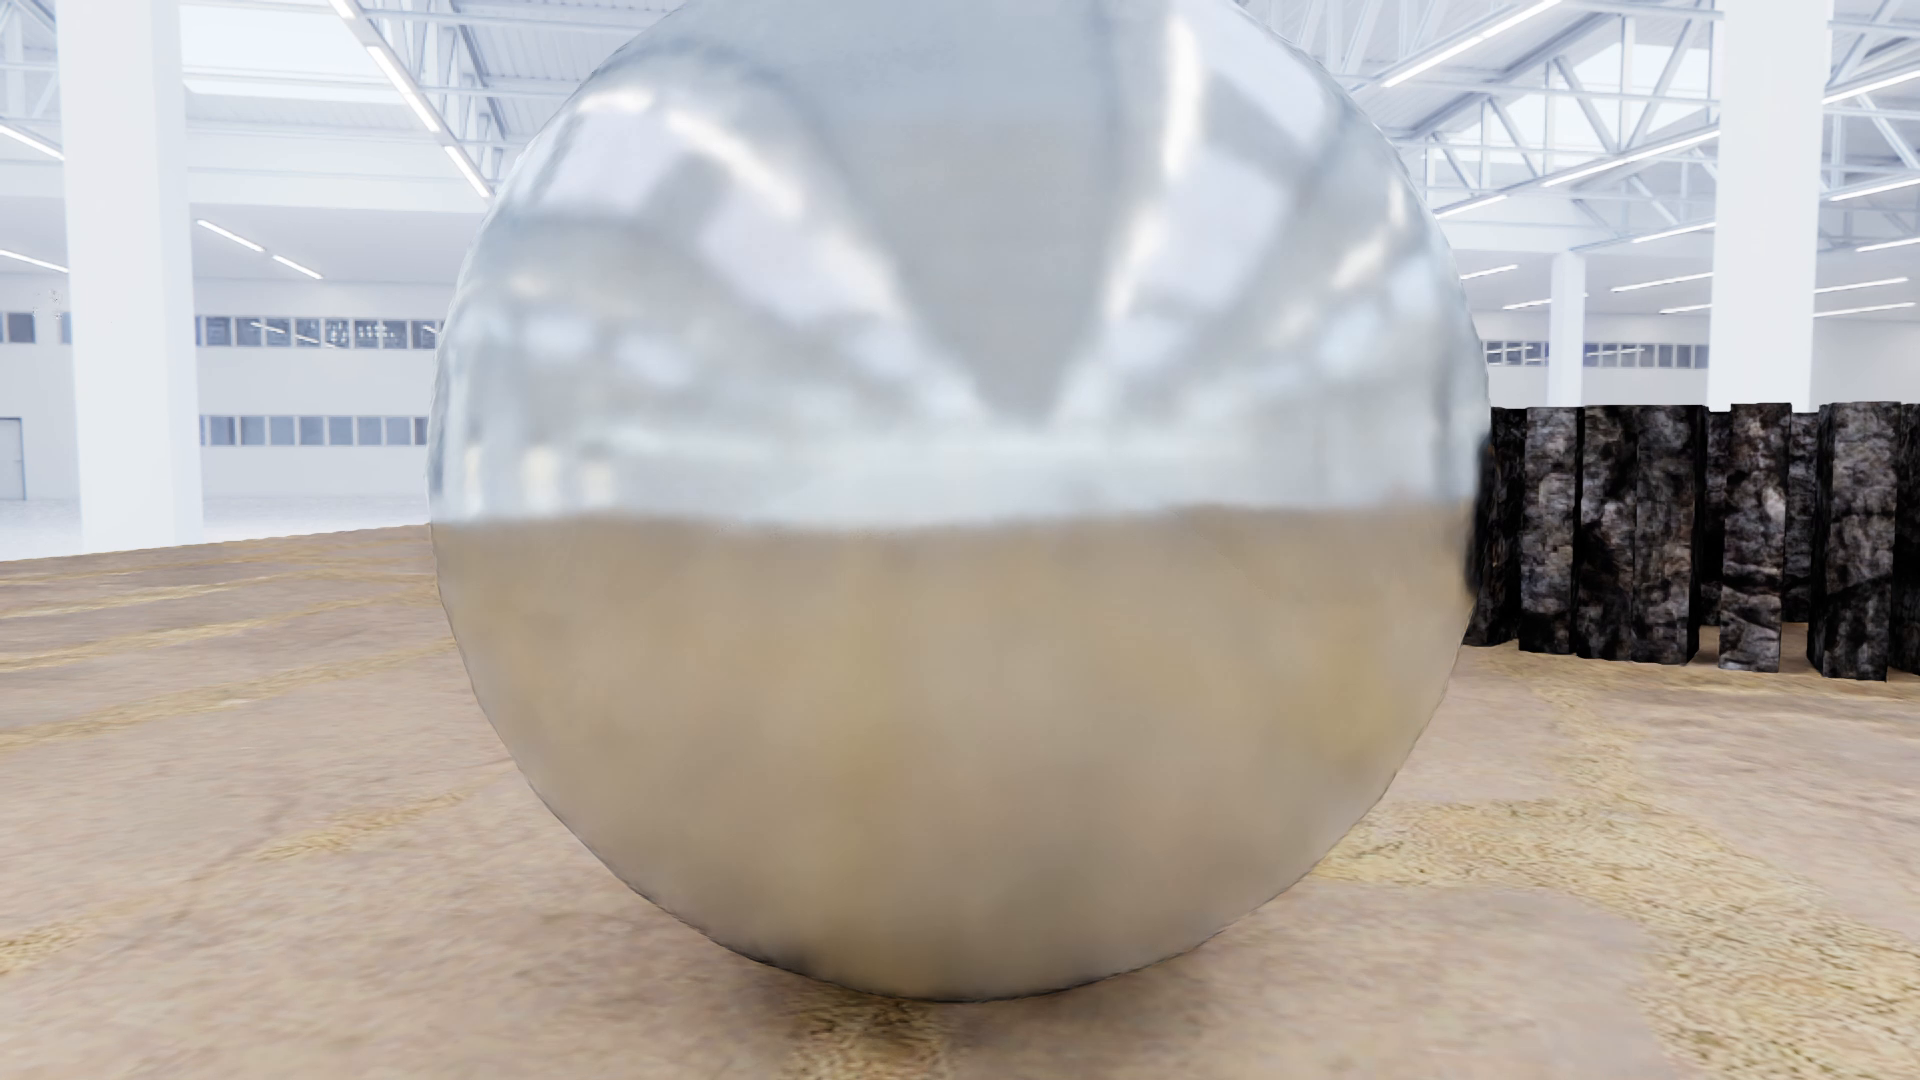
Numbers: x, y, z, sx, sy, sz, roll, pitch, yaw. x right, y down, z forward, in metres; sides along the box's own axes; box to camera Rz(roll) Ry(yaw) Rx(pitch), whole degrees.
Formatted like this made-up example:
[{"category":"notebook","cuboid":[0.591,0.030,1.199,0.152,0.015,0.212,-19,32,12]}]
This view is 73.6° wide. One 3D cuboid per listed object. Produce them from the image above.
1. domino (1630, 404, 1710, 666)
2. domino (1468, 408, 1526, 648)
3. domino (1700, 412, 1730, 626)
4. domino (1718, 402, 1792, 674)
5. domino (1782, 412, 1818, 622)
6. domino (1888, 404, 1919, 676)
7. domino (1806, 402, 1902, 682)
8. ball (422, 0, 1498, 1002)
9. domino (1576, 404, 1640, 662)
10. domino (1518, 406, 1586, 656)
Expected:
[{"category":"domino","cuboid":[0.142,-0.002,0.257,0.009,0.050,0.025,3,5,35]},{"category":"domino","cuboid":[0.115,-0.003,0.279,0.009,0.050,0.025,4,6,41]},{"category":"domino","cuboid":[0.173,-0.005,0.307,0.025,0.050,0.009,4,6,40]},{"category":"domino","cuboid":[0.154,-0.001,0.249,0.009,0.050,0.025,3,5,33]},{"category":"domino","cuboid":[0.200,-0.006,0.316,0.009,0.050,0.025,1,4,11]},{"category":"domino","cuboid":[0.181,0.000,0.236,0.009,0.050,0.025,1,4,9]},{"category":"domino","cuboid":[0.167,-0.001,0.241,0.009,0.050,0.025,2,5,28]},{"category":"ball","cuboid":[0.000,-0.005,0.103,0.080,0.080,0.080,0,4,0]},{"category":"domino","cuboid":[0.134,-0.002,0.262,0.009,0.050,0.025,3,5,35]},{"category":"domino","cuboid":[0.127,-0.003,0.269,0.010,0.050,0.025,3,6,39]}]
